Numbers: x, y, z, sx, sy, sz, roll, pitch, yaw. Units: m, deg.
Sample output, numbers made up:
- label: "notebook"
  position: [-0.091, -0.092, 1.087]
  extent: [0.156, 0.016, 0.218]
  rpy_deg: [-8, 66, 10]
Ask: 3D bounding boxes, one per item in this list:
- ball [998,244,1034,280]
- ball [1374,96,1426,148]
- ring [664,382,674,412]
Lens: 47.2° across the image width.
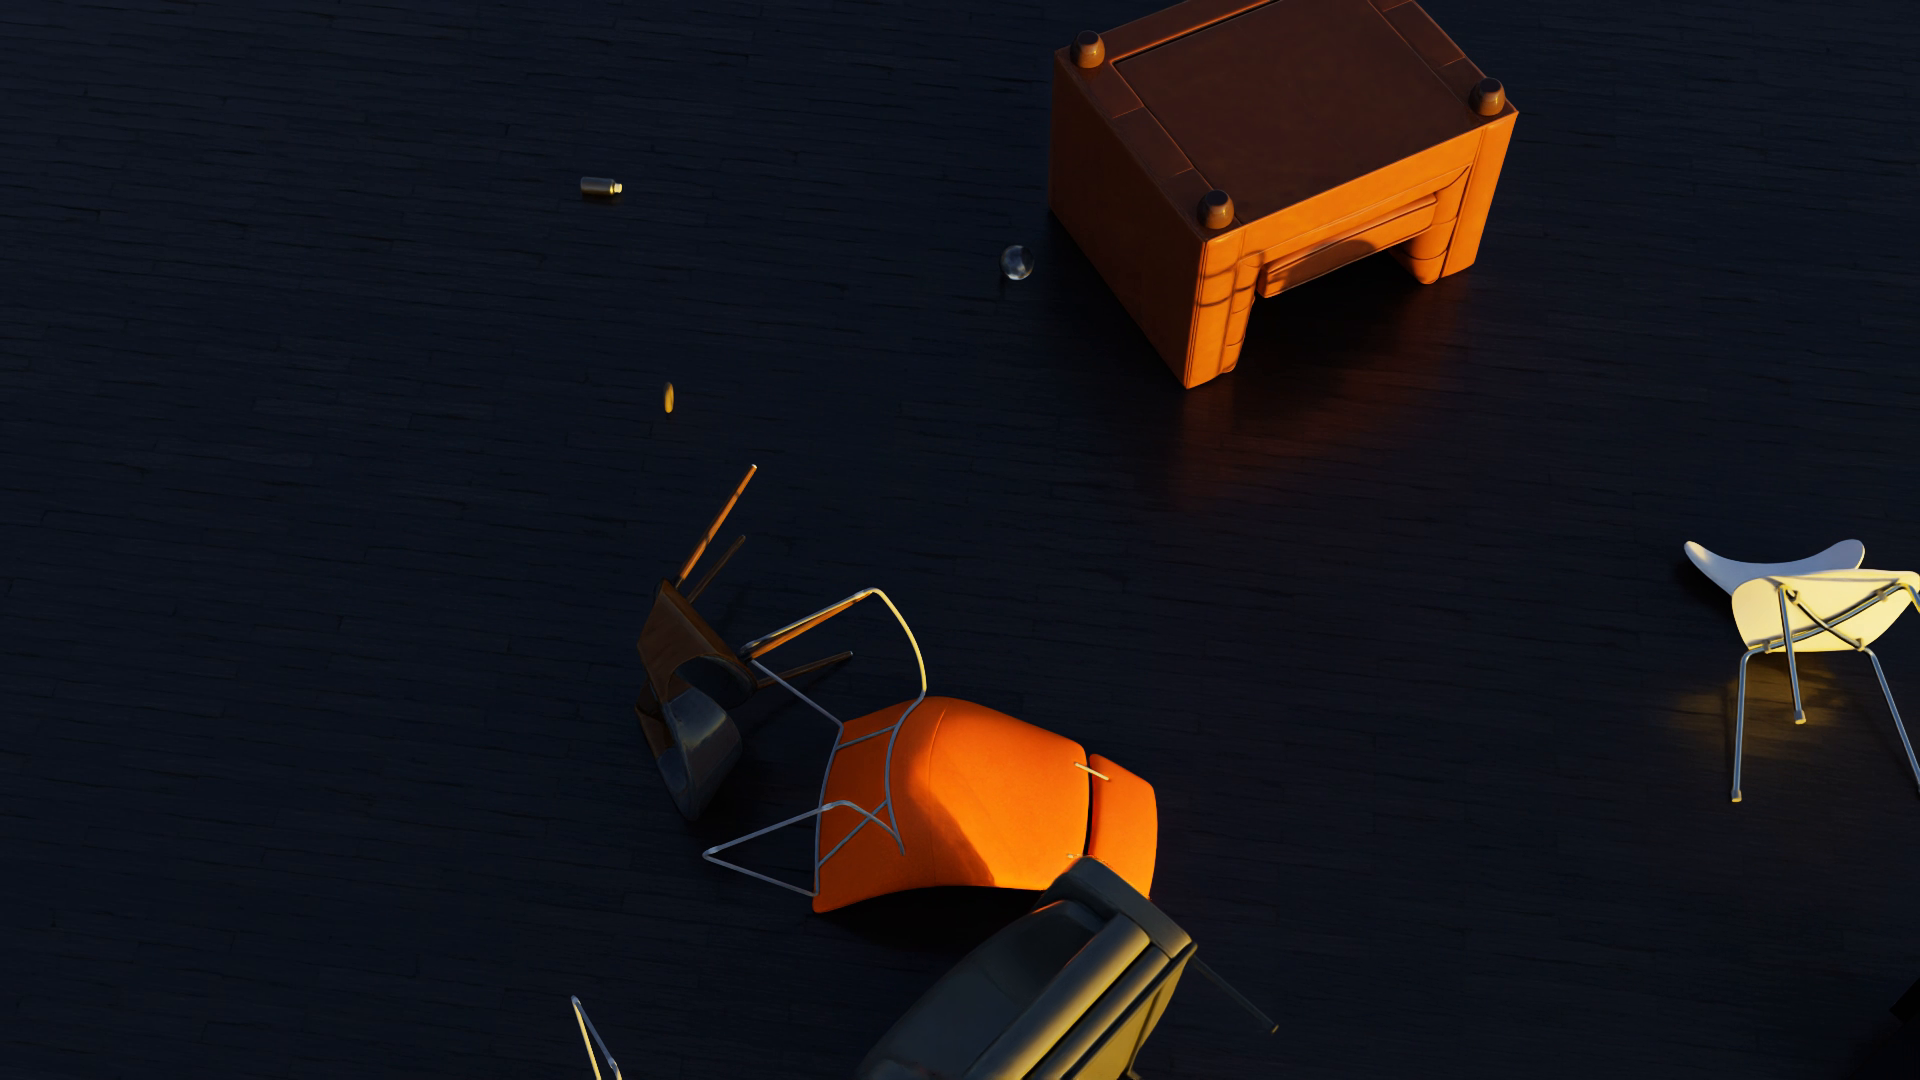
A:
- label: "ball"
  position: [0.183, -0.897, 7.107]
  extent: [0.115, 0.115, 0.115]
  rpy_deg: [0, 56, 0]
- label: "ball"
  position: [1.485, -1.411, 7.417]
  extent: [0.172, 0.172, 0.172]
  rpy_deg: [0, 56, 0]
- label: "ring"
  position: [-0.904, -0.443, 6.818]
  extent: [0.025, 0.091, 0.102]
  rpy_deg: [-1, 43, -1]
